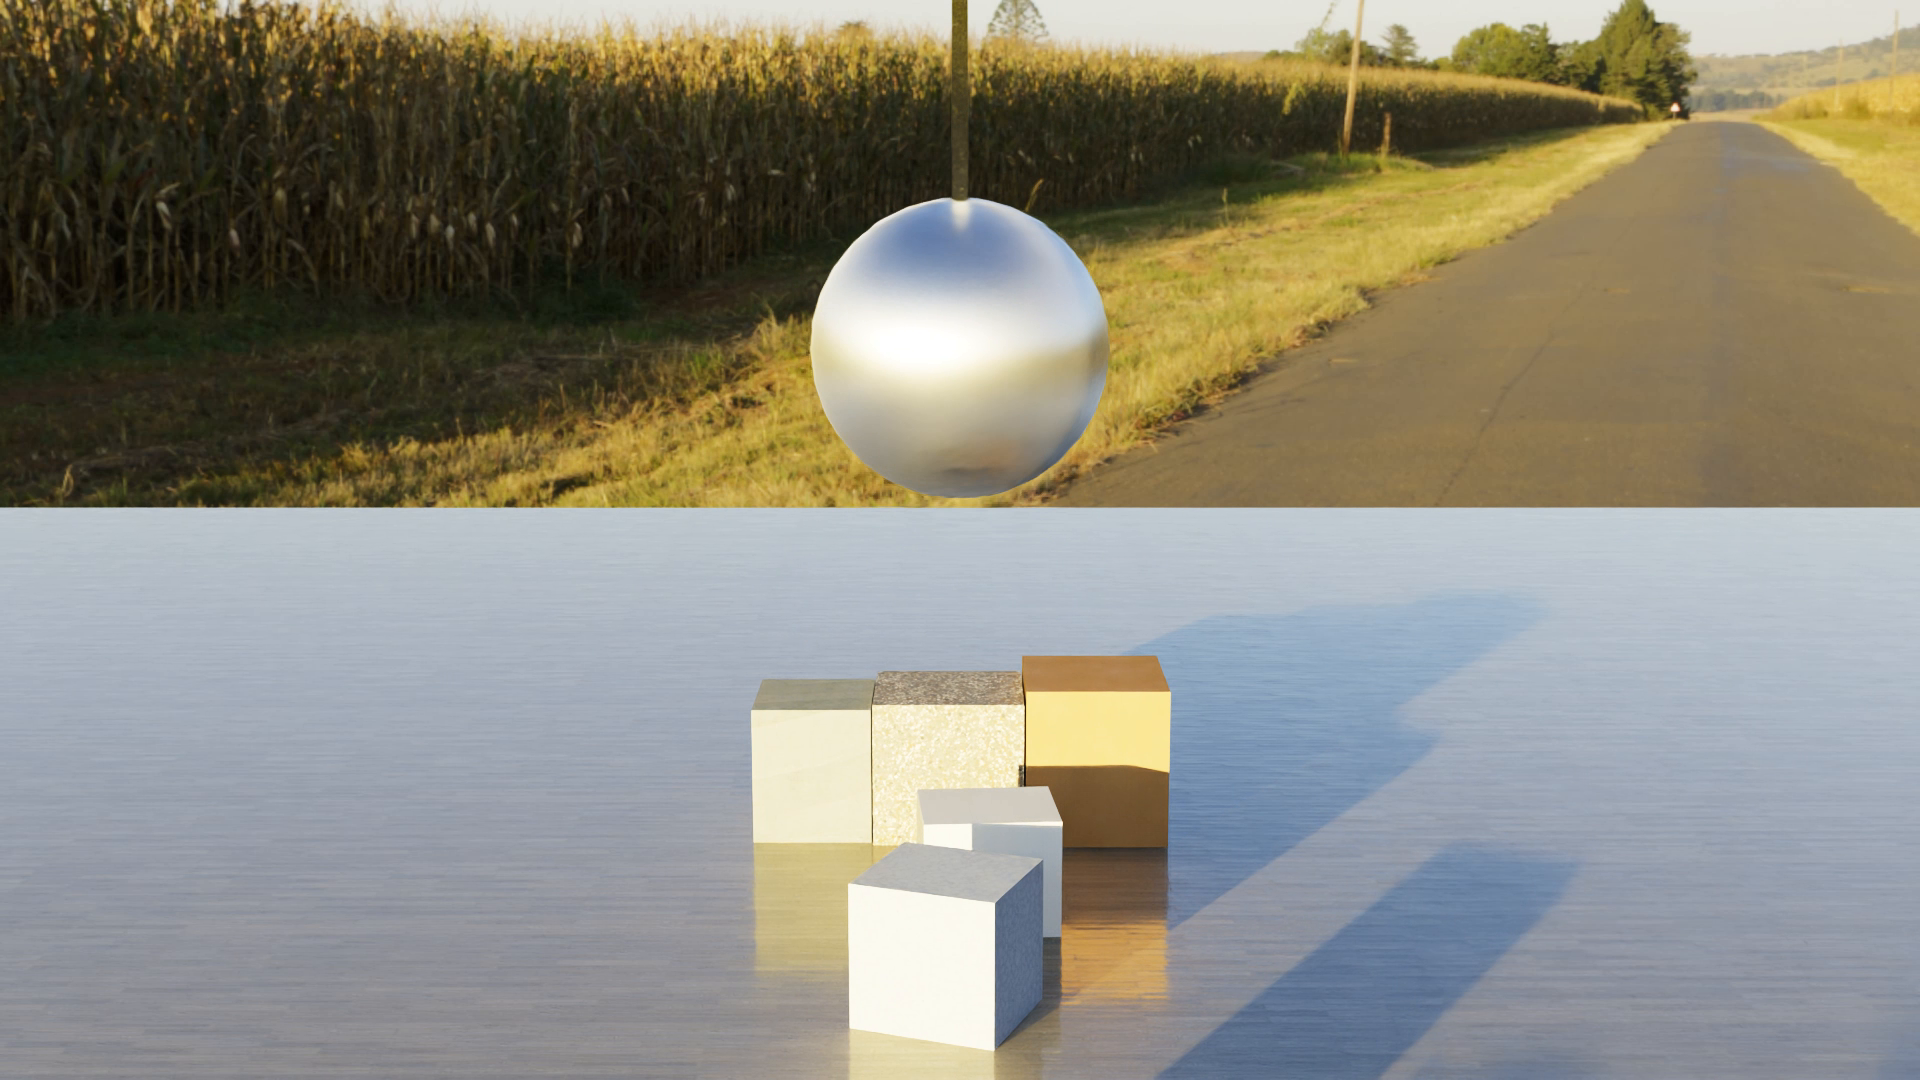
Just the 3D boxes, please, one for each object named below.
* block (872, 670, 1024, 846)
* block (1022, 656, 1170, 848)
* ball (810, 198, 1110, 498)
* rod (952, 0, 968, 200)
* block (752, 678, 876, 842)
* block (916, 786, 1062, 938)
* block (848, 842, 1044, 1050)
[{"bbox_3d":[-0.058,1.118,11.386,0.758,0.727,0.721,0,10,0],"label":"block"},{"bbox_3d":[0.688,1.080,11.381,0.715,0.803,0.783,0,10,0],"label":"block"},{"bbox_3d":[0.000,-1.022,11.755,1.600,1.600,1.600,0,10,0],"label":"ball"},{"bbox_3d":[0.000,-4.265,10.734,0.080,5.200,0.080,0,17,0],"label":"rod"},{"bbox_3d":[-0.747,1.134,11.395,0.597,0.691,0.650,0,10,0],"label":"block"},{"bbox_3d":[0.126,1.465,10.017,0.613,0.534,0.543,-1,10,-4],"label":"block"},{"bbox_3d":[-0.050,1.630,8.908,0.618,0.605,0.571,4,11,21],"label":"block"}]
